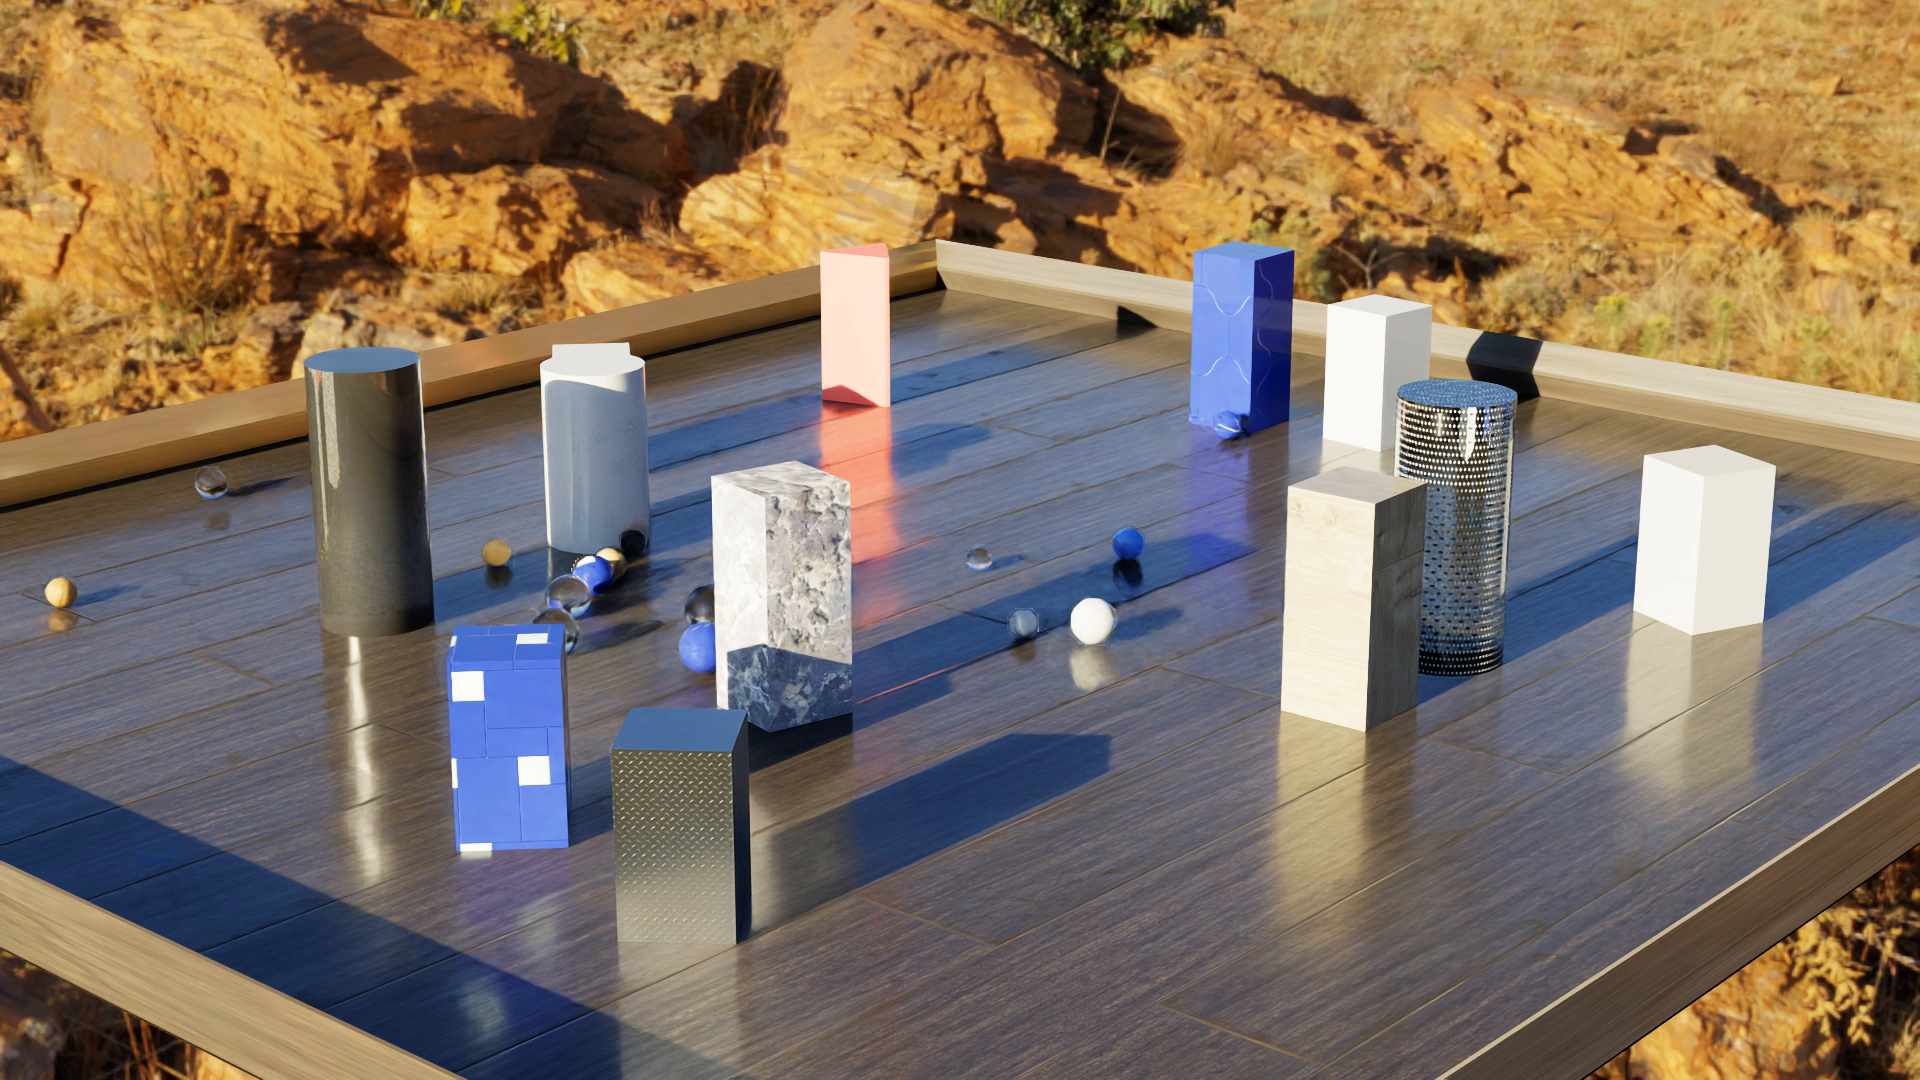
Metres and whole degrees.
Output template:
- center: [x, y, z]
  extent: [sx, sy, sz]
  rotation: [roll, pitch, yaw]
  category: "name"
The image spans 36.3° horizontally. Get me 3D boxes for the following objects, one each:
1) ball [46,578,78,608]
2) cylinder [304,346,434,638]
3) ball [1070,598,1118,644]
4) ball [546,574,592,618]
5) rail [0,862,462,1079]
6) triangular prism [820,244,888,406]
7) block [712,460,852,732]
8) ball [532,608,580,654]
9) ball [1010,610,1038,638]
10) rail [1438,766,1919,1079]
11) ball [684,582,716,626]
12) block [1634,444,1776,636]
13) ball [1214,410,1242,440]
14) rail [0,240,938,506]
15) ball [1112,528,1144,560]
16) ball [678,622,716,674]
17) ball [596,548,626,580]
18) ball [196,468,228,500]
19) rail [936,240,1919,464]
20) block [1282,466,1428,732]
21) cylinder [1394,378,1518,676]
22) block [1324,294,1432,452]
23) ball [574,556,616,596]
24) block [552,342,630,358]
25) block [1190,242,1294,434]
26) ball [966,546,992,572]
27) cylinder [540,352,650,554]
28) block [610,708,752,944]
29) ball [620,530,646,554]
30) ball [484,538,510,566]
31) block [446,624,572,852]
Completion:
- center: [-1.548, 0.090, 5.051]
  extent: [0.052, 0.052, 0.052]
  rotation: [0, 17, 0]
  category: "ball"
- center: [-0.991, -0.082, 4.927]
  extent: [0.190, 0.454, 0.190]
  rotation: [0, 17, 0]
  category: "cylinder"
- center: [0.222, 0.134, 4.859]
  extent: [0.079, 0.079, 0.079]
  rotation: [0, 17, 0]
  category: "ball"
- center: [-0.666, 0.097, 4.986]
  extent: [0.077, 0.077, 0.077]
  rotation: [0, 17, 0]
  category: "ball"
- center: [-1.241, 0.444, 3.752]
  extent: [3.494, 0.124, 0.045]
  rotation: [14, 22, 39]
  category: "rail"
- center: [-0.199, -0.478, 6.451]
  extent: [0.165, 0.331, 0.143]
  rotation: [8, 19, 25]
  category: "triangular prism"
- center: [-0.273, 0.085, 4.517]
  extent: [0.152, 0.372, 0.152]
  rotation: [-12, 20, -34]
  category: "block"
- center: [-0.664, 0.151, 4.802]
  extent: [0.079, 0.079, 0.079]
  rotation: [0, 17, 0]
  category: "ball"
- center: [0.106, 0.140, 4.896]
  extent: [0.048, 0.048, 0.048]
  rotation: [0, 17, 0]
  category: "ball"
- center: [1.301, 0.358, 4.039]
  extent: [0.045, 0.124, 3.833]
  rotation: [14, 22, 39]
  category: "rail"
- center: [-0.411, 0.119, 4.882]
  extent: [0.095, 0.095, 0.095]
  rotation: [0, 17, 0]
  category: "ball"
- center: [1.261, -0.002, 4.971]
  extent: [0.152, 0.275, 0.152]
  rotation: [-8, 19, -25]
  category: "block"
- center: [0.560, -0.240, 6.128]
  extent: [0.061, 0.061, 0.061]
  rotation: [0, 17, 0]
  category: "ball"
- center: [-1.301, -0.296, 6.202]
  extent: [0.045, 0.124, 3.833]
  rotation: [14, 22, 39]
  category: "rail"
- center: [0.305, 0.007, 5.319]
  extent: [0.057, 0.057, 0.057]
  rotation: [0, 17, 0]
  category: "ball"
- center: [-0.411, 0.174, 4.721]
  extent: [0.084, 0.084, 0.084]
  rotation: [0, 17, 0]
  category: "ball"
- center: [-0.620, 0.044, 5.194]
  extent: [0.059, 0.059, 0.059]
  rotation: [0, 17, 0]
  category: "ball"
- center: [-1.454, -0.109, 5.695]
  extent: [0.062, 0.062, 0.062]
  rotation: [0, 17, 0]
  category: "ball"
- center: [1.241, -0.382, 6.489]
  extent: [3.494, 0.124, 0.045]
  rotation: [14, 22, 39]
  category: "rail"
- center: [0.607, 0.088, 4.522]
  extent: [0.152, 0.362, 0.152]
  rotation: [13, 21, 37]
  category: "block"
- center: [0.793, -0.021, 4.740]
  extent: [0.190, 0.445, 0.190]
  rotation: [0, 17, 0]
  category: "cylinder"
- center: [0.869, -0.349, 6.104]
  extent: [0.152, 0.285, 0.152]
  rotation: [-15, 22, -41]
  category: "block"
- center: [-0.637, 0.063, 5.108]
  extent: [0.072, 0.072, 0.072]
  rotation: [0, 17, 0]
  category: "ball"
- center: [-0.734, -0.257, 5.870]
  extent: [0.152, 0.244, 0.152]
  rotation: [-2, 17, -7]
  category: "block"
- center: [0.599, -0.431, 6.226]
  extent: [0.152, 0.371, 0.152]
  rotation: [13, 21, 37]
  category: "block"
- center: [0.034, 0.034, 5.248]
  extent: [0.046, 0.046, 0.046]
  rotation: [0, 17, 0]
  category: "ball"
- center: [-0.670, -0.161, 5.398]
  extent: [0.190, 0.333, 0.190]
  rotation: [0, 17, 0]
  category: "cylinder"
- center: [-0.356, 0.366, 3.774]
  extent: [0.152, 0.262, 0.152]
  rotation: [1, 17, 3]
  category: "block"
- center: [-0.597, 0.003, 5.351]
  extent: [0.046, 0.046, 0.046]
  rotation: [0, 17, 0]
  category: "ball"
- center: [-0.834, 0.023, 5.281]
  extent: [0.049, 0.049, 0.049]
  rotation: [0, 17, 0]
  category: "ball"
- center: [-0.622, 0.272, 4.065]
  extent: [0.152, 0.275, 0.152]
  rotation: [-1, 17, -5]
  category: "block"
